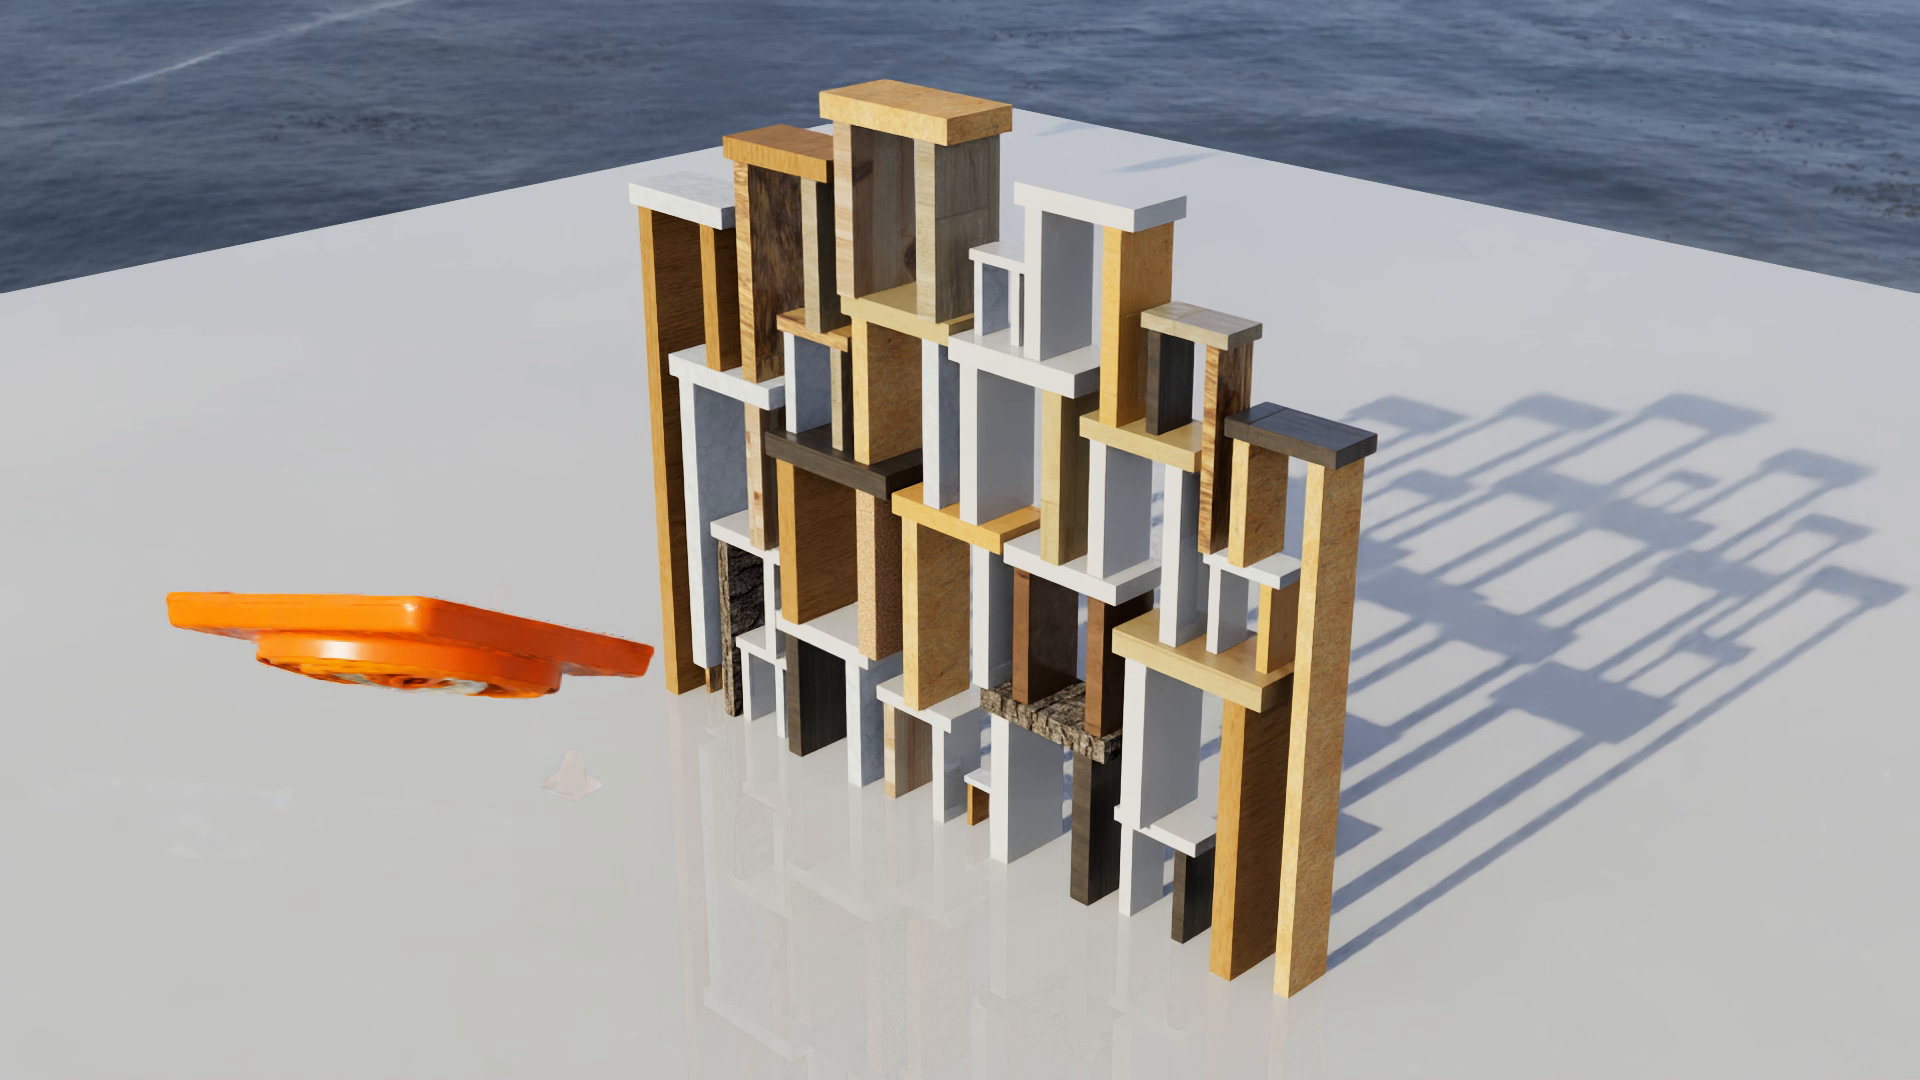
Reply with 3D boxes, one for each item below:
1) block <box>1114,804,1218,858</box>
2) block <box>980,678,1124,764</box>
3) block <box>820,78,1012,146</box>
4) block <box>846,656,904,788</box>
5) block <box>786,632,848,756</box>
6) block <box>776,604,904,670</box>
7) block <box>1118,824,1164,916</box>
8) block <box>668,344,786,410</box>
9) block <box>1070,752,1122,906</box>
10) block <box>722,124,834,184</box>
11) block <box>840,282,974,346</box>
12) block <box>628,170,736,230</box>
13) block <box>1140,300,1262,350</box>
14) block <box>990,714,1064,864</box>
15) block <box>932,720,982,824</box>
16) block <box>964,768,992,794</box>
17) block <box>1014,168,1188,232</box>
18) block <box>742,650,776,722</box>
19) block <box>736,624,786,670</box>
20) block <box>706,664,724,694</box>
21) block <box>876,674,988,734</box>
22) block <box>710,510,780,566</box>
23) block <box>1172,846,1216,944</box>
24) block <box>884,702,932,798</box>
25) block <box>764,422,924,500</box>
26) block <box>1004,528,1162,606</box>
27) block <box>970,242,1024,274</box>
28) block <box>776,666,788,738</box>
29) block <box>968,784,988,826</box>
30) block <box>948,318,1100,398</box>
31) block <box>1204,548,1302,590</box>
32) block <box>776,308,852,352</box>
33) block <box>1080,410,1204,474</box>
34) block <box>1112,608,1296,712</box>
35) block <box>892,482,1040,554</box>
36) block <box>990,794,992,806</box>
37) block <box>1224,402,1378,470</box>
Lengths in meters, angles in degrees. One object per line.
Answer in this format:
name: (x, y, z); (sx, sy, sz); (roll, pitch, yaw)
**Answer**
block: (0.386, 0.516, 4.021); (0.191, 0.027, 0.095); (21, 31, 41)
block: (0.206, 0.322, 4.139); (0.315, 0.045, 0.157); (21, 31, 41)
block: (-0.082, -0.776, 3.976); (0.330, 0.047, 0.165); (21, 31, 41)
block: (-0.169, 0.359, 4.555); (0.040, 0.281, 0.140); (21, 31, 41)
block: (-0.301, 0.307, 4.677); (0.040, 0.281, 0.140); (21, 31, 41)
block: (-0.235, 0.186, 4.553); (0.281, 0.040, 0.140); (21, 31, 41)
block: (0.341, 0.599, 4.105); (0.027, 0.191, 0.095); (21, 31, 41)
block: (-0.440, -0.346, 4.554); (0.318, 0.045, 0.159); (21, 31, 40)
block: (0.280, 0.516, 4.141); (0.045, 0.315, 0.157); (21, 31, 41)
block: (-0.302, -0.746, 4.235); (0.300, 0.042, 0.150); (21, 31, 41)
block: (-0.071, -0.430, 4.119); (0.146, 0.041, 0.292); (-21, 31, -40)
block: (-0.523, -0.696, 4.490); (0.151, 0.043, 0.302); (-21, 31, -40)
block: (0.399, -0.356, 3.636); (0.183, 0.026, 0.091); (21, 31, 40)
block: (0.131, 0.458, 4.278); (0.045, 0.315, 0.157); (21, 31, 41)
block: (-0.006, 0.453, 4.420); (0.030, 0.212, 0.106); (21, 31, 41)
block: (0.059, 0.482, 4.369); (0.094, 0.013, 0.047); (21, 31, 41)
block: (0.236, -0.576, 3.719); (0.135, 0.038, 0.270); (-22, 31, -40)
block: (-0.437, 0.305, 4.825); (0.024, 0.169, 0.085); (21, 31, 41)
block: (-0.397, 0.232, 4.750); (0.169, 0.024, 0.085); (21, 31, 41)
block: (-0.550, 0.296, 4.947); (0.013, 0.091, 0.045); (21, 31, 41)
block: (-0.056, 0.322, 4.419); (0.212, 0.030, 0.106); (21, 31, 41)
block: (-0.413, -0.008, 4.668); (0.225, 0.032, 0.112); (21, 31, 40)
block: (0.431, 0.634, 4.022); (0.027, 0.191, 0.095); (21, 31, 41)
block: (-0.106, 0.414, 4.513); (0.030, 0.212, 0.106); (21, 31, 41)
block: (-0.205, -0.171, 4.374); (0.354, 0.050, 0.177); (21, 31, 41)
block: (0.225, 0.042, 3.993); (0.273, 0.039, 0.136); (21, 31, 41)
block: (0.089, -0.502, 3.910); (0.068, 0.019, 0.137); (-21, 31, -40)
block: (-0.357, 0.336, 4.751); (0.024, 0.169, 0.085); (21, 31, 41)
block: (0.036, 0.522, 4.410); (0.013, 0.094, 0.047); (21, 31, 41)
block: (0.142, -0.327, 3.927); (0.153, 0.043, 0.307); (-22, 31, -40)
block: (0.498, 0.038, 3.705); (0.161, 0.023, 0.081); (21, 31, 41)
block: (-0.252, -0.417, 4.318); (0.104, 0.029, 0.208); (-21, 31, -40)
block: (0.343, -0.181, 3.770); (0.255, 0.036, 0.127); (21, 31, 41)
block: (0.444, 0.200, 3.827); (0.165, 0.047, 0.330); (-21, 31, -40)
block: (0.022, -0.051, 4.172); (0.144, 0.041, 0.288); (-22, 31, -41)
block: (0.081, 0.540, 4.369); (0.013, 0.094, 0.047); (21, 31, 41)
block: (0.550, -0.171, 3.559); (0.222, 0.031, 0.111); (21, 31, 40)
